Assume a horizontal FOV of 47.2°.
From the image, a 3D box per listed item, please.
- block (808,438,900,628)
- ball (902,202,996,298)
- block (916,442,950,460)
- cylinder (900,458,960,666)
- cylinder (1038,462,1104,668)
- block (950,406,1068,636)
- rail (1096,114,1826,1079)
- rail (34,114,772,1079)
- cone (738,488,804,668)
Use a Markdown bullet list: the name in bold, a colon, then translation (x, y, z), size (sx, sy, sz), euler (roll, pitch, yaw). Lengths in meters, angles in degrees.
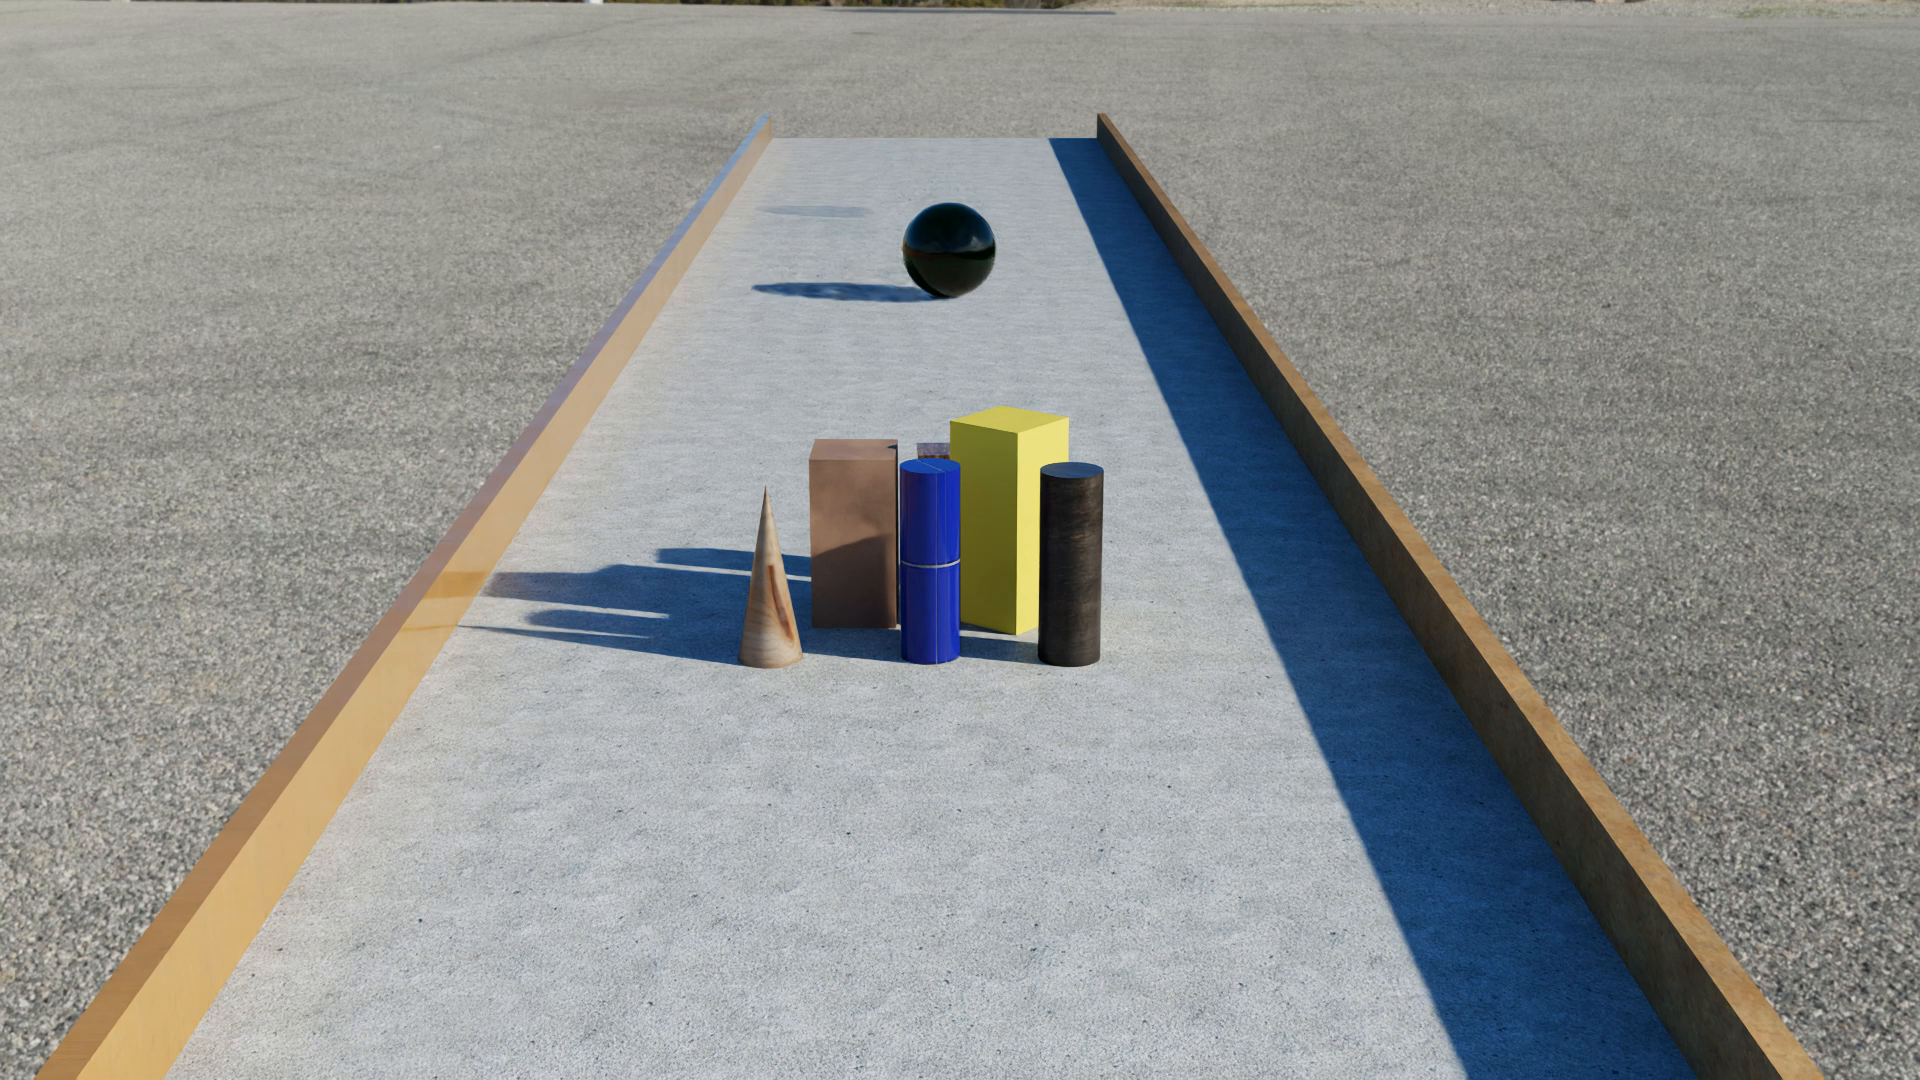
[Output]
- **block**: translation (-0.221, -0.015, 4.637), size (0.176, 0.364, 0.176), euler (0, 17, 1)
- **ball**: translation (-0.041, -1.089, 8.263), size (0.357, 0.357, 0.357), euler (0, 17, 0)
- **block**: translation (-0.038, -0.057, 4.892), size (0.114, 0.300, 0.114), euler (-1, 17, -3)
- **cylinder**: translation (-0.059, 0.043, 4.387), size (0.120, 0.396, 0.120), euler (0, 17, 0)
- **cylinder**: translation (0.220, 0.049, 4.380), size (0.126, 0.389, 0.126), euler (0, 17, 0)
- **block**: translation (0.103, -0.044, 4.617), size (0.176, 0.432, 0.176), euler (13, 21, 37)
- **rail**: translation (0.932, -0.844, 7.801), size (0.050, 0.150, 12.000), euler (0, 17, -1)
- **rail**: translation (-1.118, -0.838, 7.780), size (0.050, 0.150, 12.000), euler (0, 17, -1)
- **cone**: translation (-0.382, 0.062, 4.378), size (0.132, 0.365, 0.132), euler (0, 17, 0)
